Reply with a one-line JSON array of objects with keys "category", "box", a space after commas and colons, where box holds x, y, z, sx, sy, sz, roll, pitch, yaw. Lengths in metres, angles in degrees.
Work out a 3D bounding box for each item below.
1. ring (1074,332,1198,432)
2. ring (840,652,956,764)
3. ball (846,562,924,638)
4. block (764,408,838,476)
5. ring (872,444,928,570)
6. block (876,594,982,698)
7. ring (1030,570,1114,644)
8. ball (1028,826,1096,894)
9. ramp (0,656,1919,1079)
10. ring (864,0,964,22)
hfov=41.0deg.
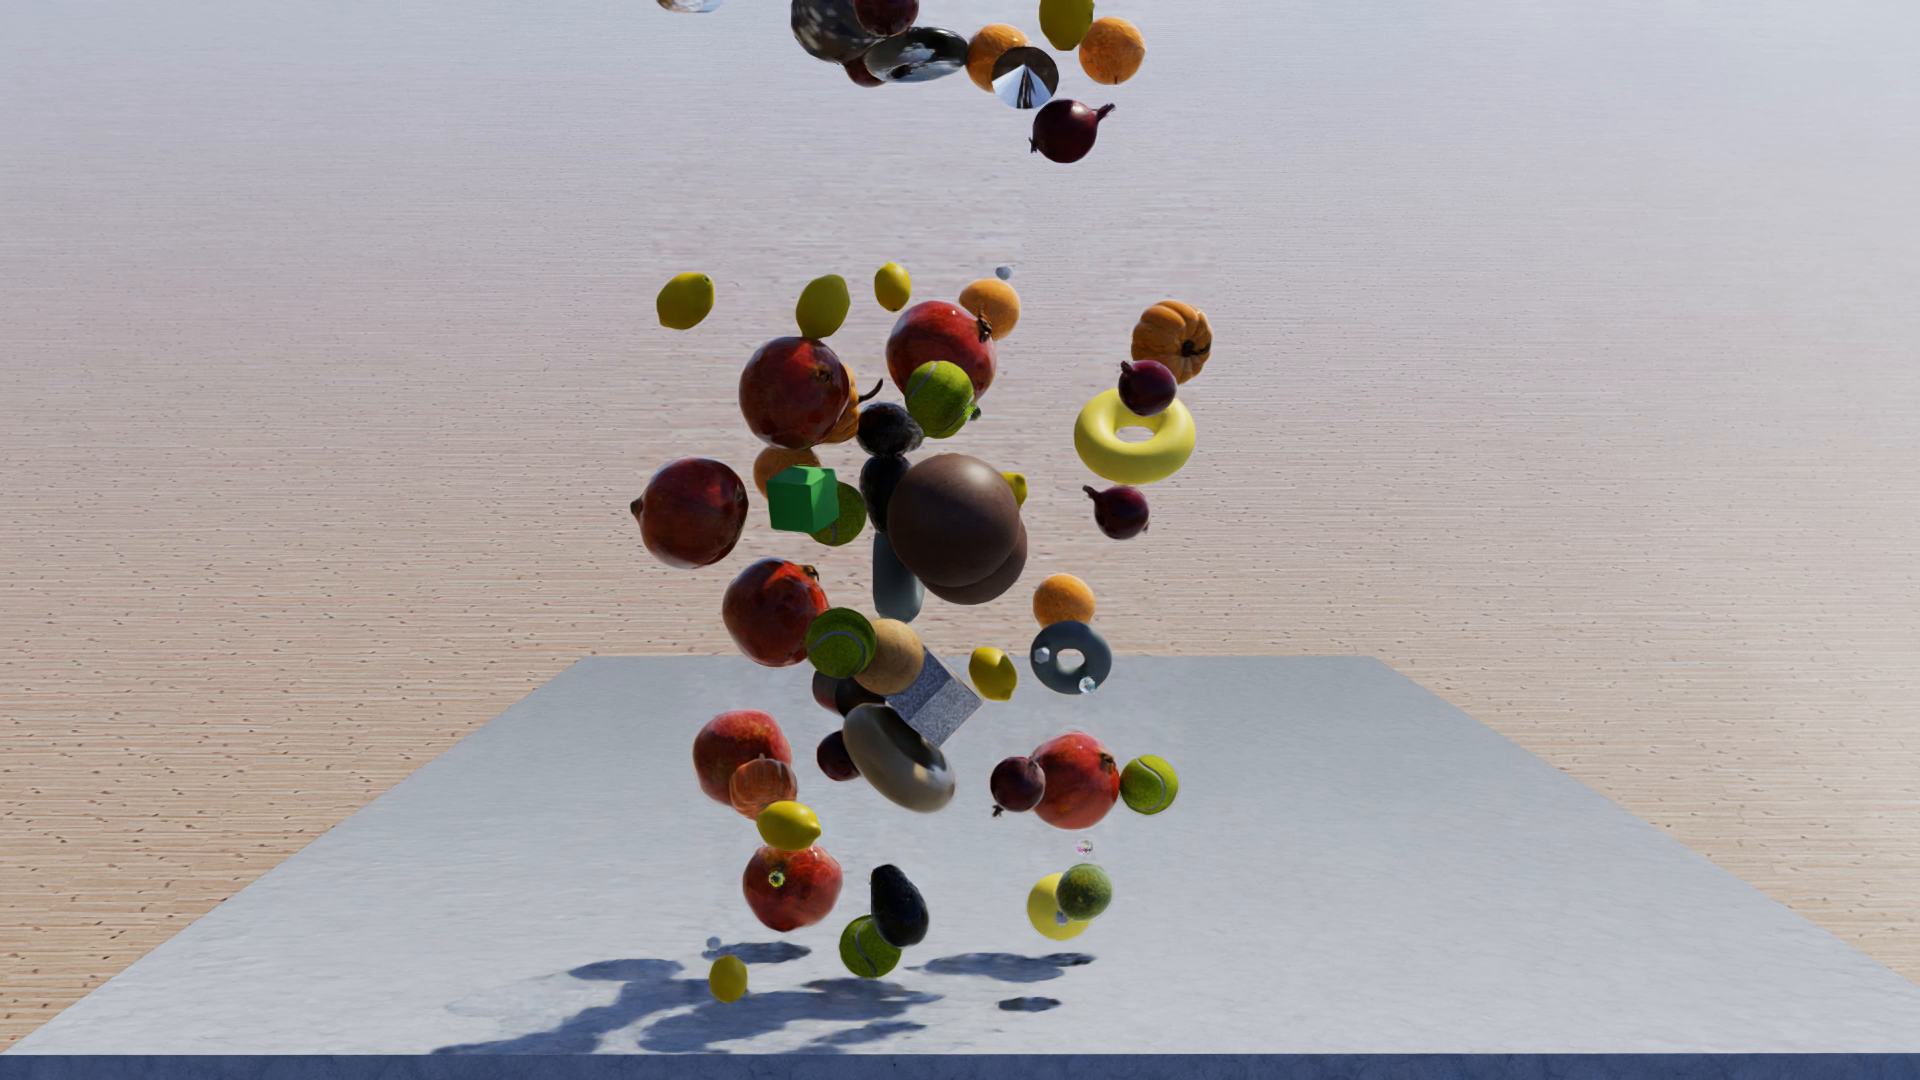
[{"category": "ring", "box": [0.196, -0.175, 2.852, 0.137, 0.046, 0.137, -2, 48, 2]}, {"category": "ring", "box": [-0.066, 0.180, 2.770, 0.148, 0.049, 0.148, 39, 16, -13]}, {"category": "ball", "box": [-0.074, 0.060, 2.554, 0.077, 0.077, 0.077, 0, 21, 0]}, {"category": "block", "box": [-0.158, -0.098, 2.555, 0.051, 0.051, 0.051, 6, 23, 26]}, {"category": "ring", "box": [-0.068, -0.034, 2.886, 0.050, 0.149, 0.149, 3, 22, 6]}, {"category": "block", "box": [-0.035, 0.111, 2.780, 0.070, 0.070, 0.070, -45, 49, 1]}, {"category": "ring", "box": [0.124, 0.074, 2.835, 0.092, 0.092, 0.031, 3, 31, 8]}, {"category": "ball", "box": [0.113, 0.357, 2.873, 0.075, 0.075, 0.075, 0, 21, 0]}, {"category": "ramp", "box": [0.050, 0.451, 4.532, 2.000, 0.100, 4.000, 0, 3, 0]}, {"category": "ring", "box": [-0.045, -0.553, 2.602, 0.109, 0.036, 0.109, -6, -5, 0]}]
